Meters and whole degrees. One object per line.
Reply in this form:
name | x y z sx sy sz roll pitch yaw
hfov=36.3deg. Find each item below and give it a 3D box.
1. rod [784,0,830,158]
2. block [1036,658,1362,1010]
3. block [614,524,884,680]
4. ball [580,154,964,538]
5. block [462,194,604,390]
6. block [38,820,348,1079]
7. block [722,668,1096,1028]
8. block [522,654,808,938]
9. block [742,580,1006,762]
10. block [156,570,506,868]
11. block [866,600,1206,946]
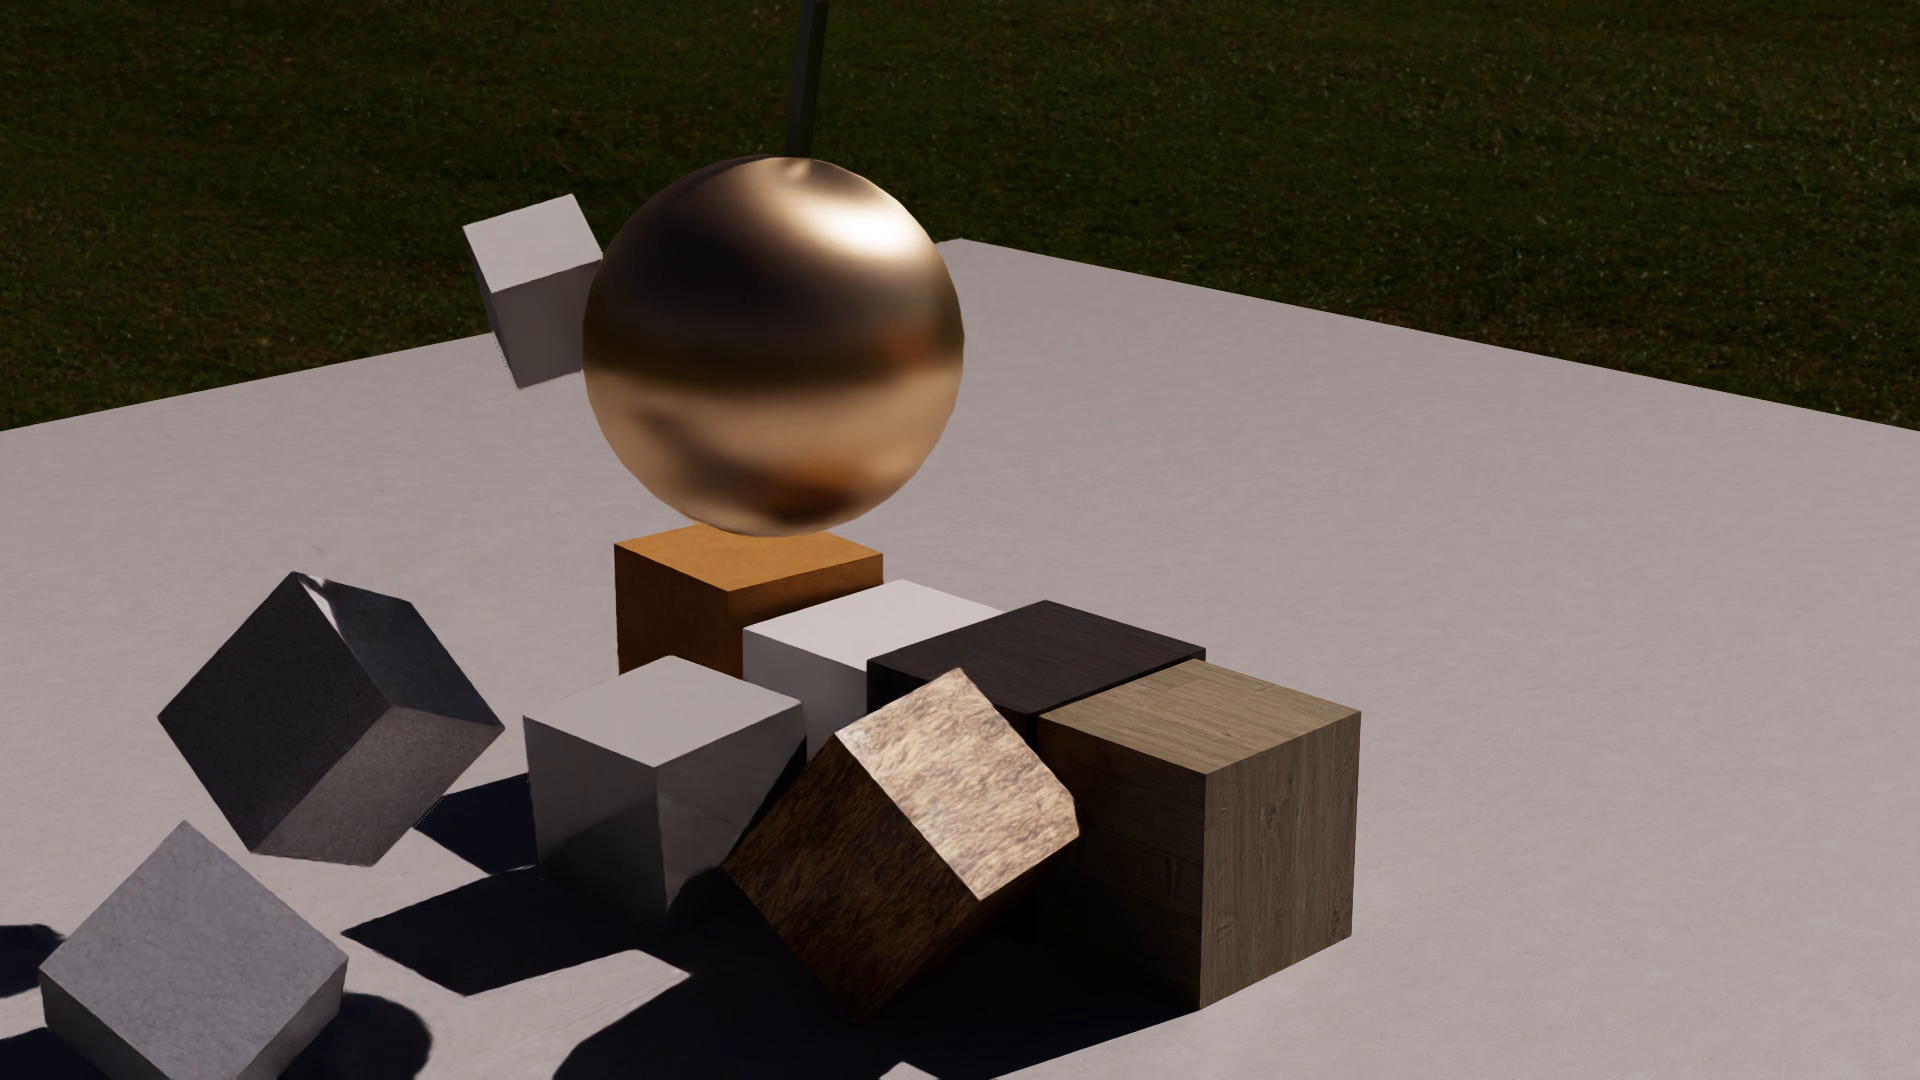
rod | -0.338 -4.129 11.689 0.080 5.200 0.080 17 13 42
block | 1.021 1.240 12.646 1.020 1.051 0.937 -17 24 -42
block | -1.046 0.579 14.621 0.930 1.128 0.977 -14 22 -37
ball | -0.781 -0.809 12.269 1.600 1.600 1.600 0 17 0
block | -1.880 -1.132 13.313 0.525 0.527 0.623 -18 39 -11
block | -2.819 1.661 10.805 0.786 0.746 0.735 39 62 5
block | -0.206 1.255 12.066 0.879 0.914 0.902 48 35 12
block | -1.309 1.137 13.256 0.909 0.818 0.874 16 28 42
block | -0.331 0.864 13.976 0.918 0.972 1.043 17 24 42
block | -2.485 0.725 11.623 0.729 0.819 0.799 49 11 23
block | 0.346 1.022 13.305 0.984 1.072 1.179 16 24 42
